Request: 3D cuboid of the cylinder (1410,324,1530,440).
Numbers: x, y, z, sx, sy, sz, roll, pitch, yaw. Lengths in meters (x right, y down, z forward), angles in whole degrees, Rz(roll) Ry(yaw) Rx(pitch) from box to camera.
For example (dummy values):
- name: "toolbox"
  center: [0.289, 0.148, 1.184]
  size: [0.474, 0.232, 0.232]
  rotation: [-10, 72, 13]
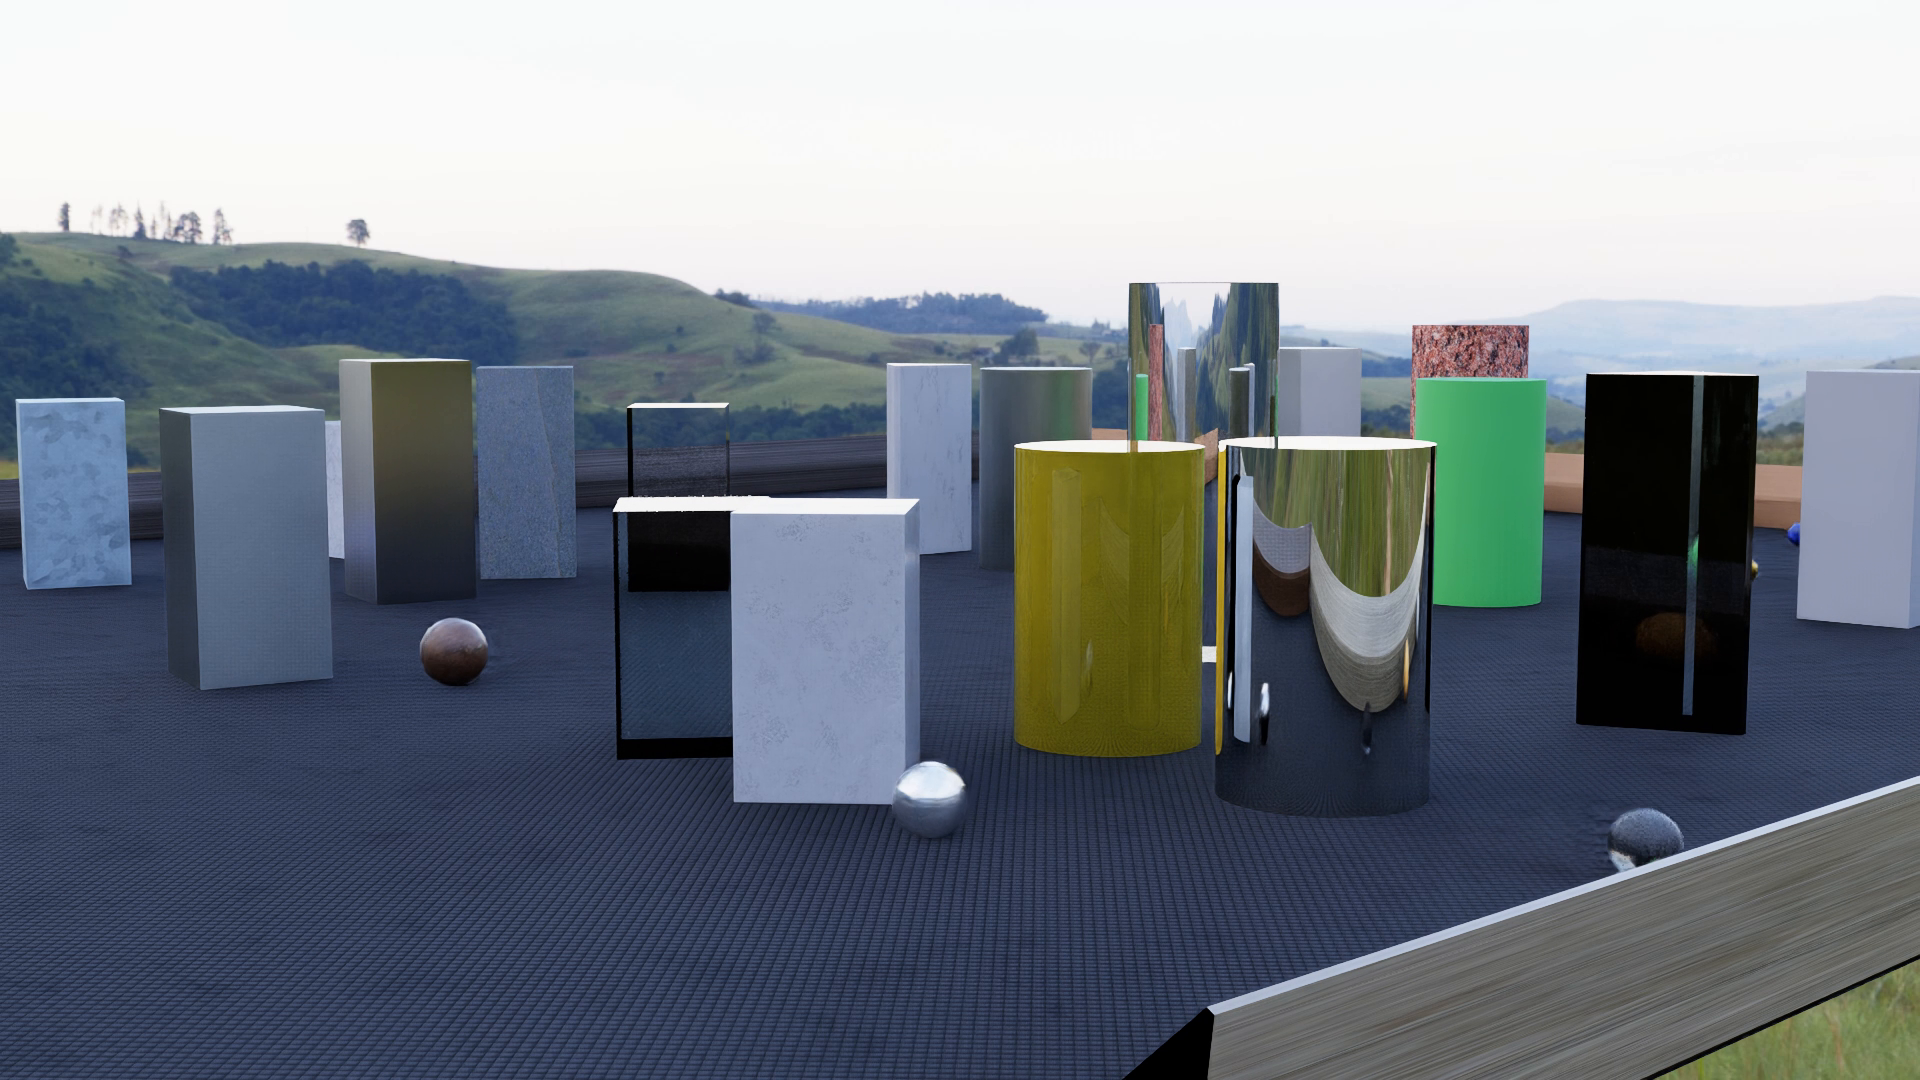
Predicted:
- name: "cylinder"
  center: [0.875, -0.160, 3.791]
  size: [0.195, 0.418, 0.195]
  rotation: [0, 6, 0]

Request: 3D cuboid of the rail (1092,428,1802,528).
- name: "rail"
  center: [1.468, -0.108, 4.679]
  size: [0.045, 0.127, 3.594]
  rotation: [-5, 8, -42]

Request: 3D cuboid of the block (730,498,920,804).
- name: "block"
  center: [-0.122, 0.099, 2.053]
  size: [0.156, 0.263, 0.156]
  rotation: [0, 6, 4]

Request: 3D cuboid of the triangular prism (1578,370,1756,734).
- name: "triangular prism"
  center: [0.771, 0.007, 2.390]
  size: [0.169, 0.377, 0.147]
  rotation: [2, 6, 21]

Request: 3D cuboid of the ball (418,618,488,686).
- name: "ball"
  center: [-0.601, 0.133, 2.612]
  size: [0.081, 0.081, 0.081]
  rotation: [0, 6, 0]

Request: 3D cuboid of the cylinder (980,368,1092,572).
- name: "cylinder"
  center: [0.131, -0.126, 3.819]
  size: [0.195, 0.343, 0.195]
  rotation: [0, 6, 0]

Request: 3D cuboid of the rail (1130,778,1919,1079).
- name: "rail"
  center: [1.203, 0.169, 2.036]
  size: [4.043, 0.127, 0.045]
  rotation: [-5, 8, -42]

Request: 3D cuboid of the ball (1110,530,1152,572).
- name: "ball"
  center: [0.291, 0.017, 3.753]
  size: [0.072, 0.072, 0.072]
  rotation: [0, 6, 0]

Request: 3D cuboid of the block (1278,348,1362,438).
- name: "block"
  center: [0.662, -0.185, 4.254]
  size: [0.156, 0.371, 0.156]
  rotation: [-4, 7, -34]

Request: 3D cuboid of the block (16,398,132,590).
- name: "block"
  center: [-1.451, -0.080, 3.599]
  size: [0.156, 0.298, 0.156]
  rotation: [-3, 7, -25]

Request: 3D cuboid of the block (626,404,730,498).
- name: "block"
  center: [-0.458, -0.076, 3.601]
  size: [0.156, 0.289, 0.156]
  rotation: [0, 6, -4]

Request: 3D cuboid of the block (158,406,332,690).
- name: "block"
  center: [-0.869, 0.004, 2.674]
  size: [0.156, 0.325, 0.156]
  rotation: [-4, 7, -32]

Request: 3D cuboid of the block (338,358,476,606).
- name: "block"
  center: [-0.857, -0.095, 3.410]
  size: [0.156, 0.367, 0.156]
  rotation: [-4, 7, -33]

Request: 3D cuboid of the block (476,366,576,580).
- name: "block"
  center: [-0.731, -0.118, 3.716]
  size: [0.156, 0.348, 0.156]
  rotation: [-1, 6, -9]

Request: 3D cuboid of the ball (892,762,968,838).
- name: "ball"
  center: [-0.025, 0.220, 1.862]
  size: [0.064, 0.064, 0.064]
  rotation: [0, 6, 0]

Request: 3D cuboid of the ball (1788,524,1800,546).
- name: "ball"
  center: [1.586, -0.010, 4.152]
  size: [0.044, 0.044, 0.044]
  rotation: [0, 6, 0]

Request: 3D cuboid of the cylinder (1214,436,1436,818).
- name: "cylinder"
  center: [0.333, 0.073, 2.014]
  size: [0.195, 0.324, 0.195]
  rotation: [0, 6, 0]

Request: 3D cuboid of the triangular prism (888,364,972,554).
- name: "triangular prism"
  center: [-0.090, -0.153, 4.077]
  size: [0.169, 0.344, 0.147]
  rotation: [-4, 7, -37]

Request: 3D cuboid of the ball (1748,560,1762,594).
- name: "ball"
  center: [1.227, 0.062, 3.474]
  size: [0.072, 0.072, 0.072]
  rotation: [0, 6, 0]

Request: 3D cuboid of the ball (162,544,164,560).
- name: "ball"
  center: [-1.270, 0.020, 3.635]
  size: [0.093, 0.093, 0.093]
  rotation: [0, 6, 0]

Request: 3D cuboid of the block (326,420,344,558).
- name: "block"
  center: [-1.102, -0.096, 4.038]
  size: [0.156, 0.239, 0.156]
  rotation: [5, 8, 42]

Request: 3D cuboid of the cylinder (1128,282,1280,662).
- name: "cylinder"
  center: [0.315, -0.093, 2.861]
  size: [0.195, 0.479, 0.195]
  rotation: [0, 6, 0]

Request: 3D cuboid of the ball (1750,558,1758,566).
- name: "ball"
  center: [1.275, 0.050, 3.577]
  size: [0.044, 0.044, 0.044]
  rotation: [0, 6, 0]

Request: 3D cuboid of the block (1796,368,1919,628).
- name: "block"
  center: [1.321, -0.065, 3.171]
  size: [0.156, 0.357, 0.156]
  rotation: [5, 8, 41]

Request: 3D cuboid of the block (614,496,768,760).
- name: "block"
  center: [-0.271, 0.086, 2.256]
  size: [0.156, 0.248, 0.156]
  rotation: [-1, 6, -6]

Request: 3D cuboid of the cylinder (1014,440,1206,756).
- name: "cylinder"
  center: [0.154, 0.055, 2.278]
  size: [0.195, 0.305, 0.195]
  rotation: [0, 6, 0]

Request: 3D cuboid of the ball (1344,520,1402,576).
- name: "ball"
  center: [0.691, 0.013, 3.676]
  size: [0.096, 0.096, 0.096]
  rotation: [0, 6, 0]

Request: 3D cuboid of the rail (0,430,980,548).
- name: "rail"
  center: [-1.203, -0.103, 4.628]
  size: [4.043, 0.127, 0.045]
  rotation: [-5, 8, -42]

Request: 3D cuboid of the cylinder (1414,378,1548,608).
- name: "cylinder"
  center: [0.797, -0.078, 3.382]
  size: [0.195, 0.339, 0.195]
  rotation: [0, 6, 0]

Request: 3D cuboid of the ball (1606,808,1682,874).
- name: "ball"
  center: [0.535, 0.238, 1.720]
  size: [0.057, 0.057, 0.057]
  rotation: [0, 6, 0]
